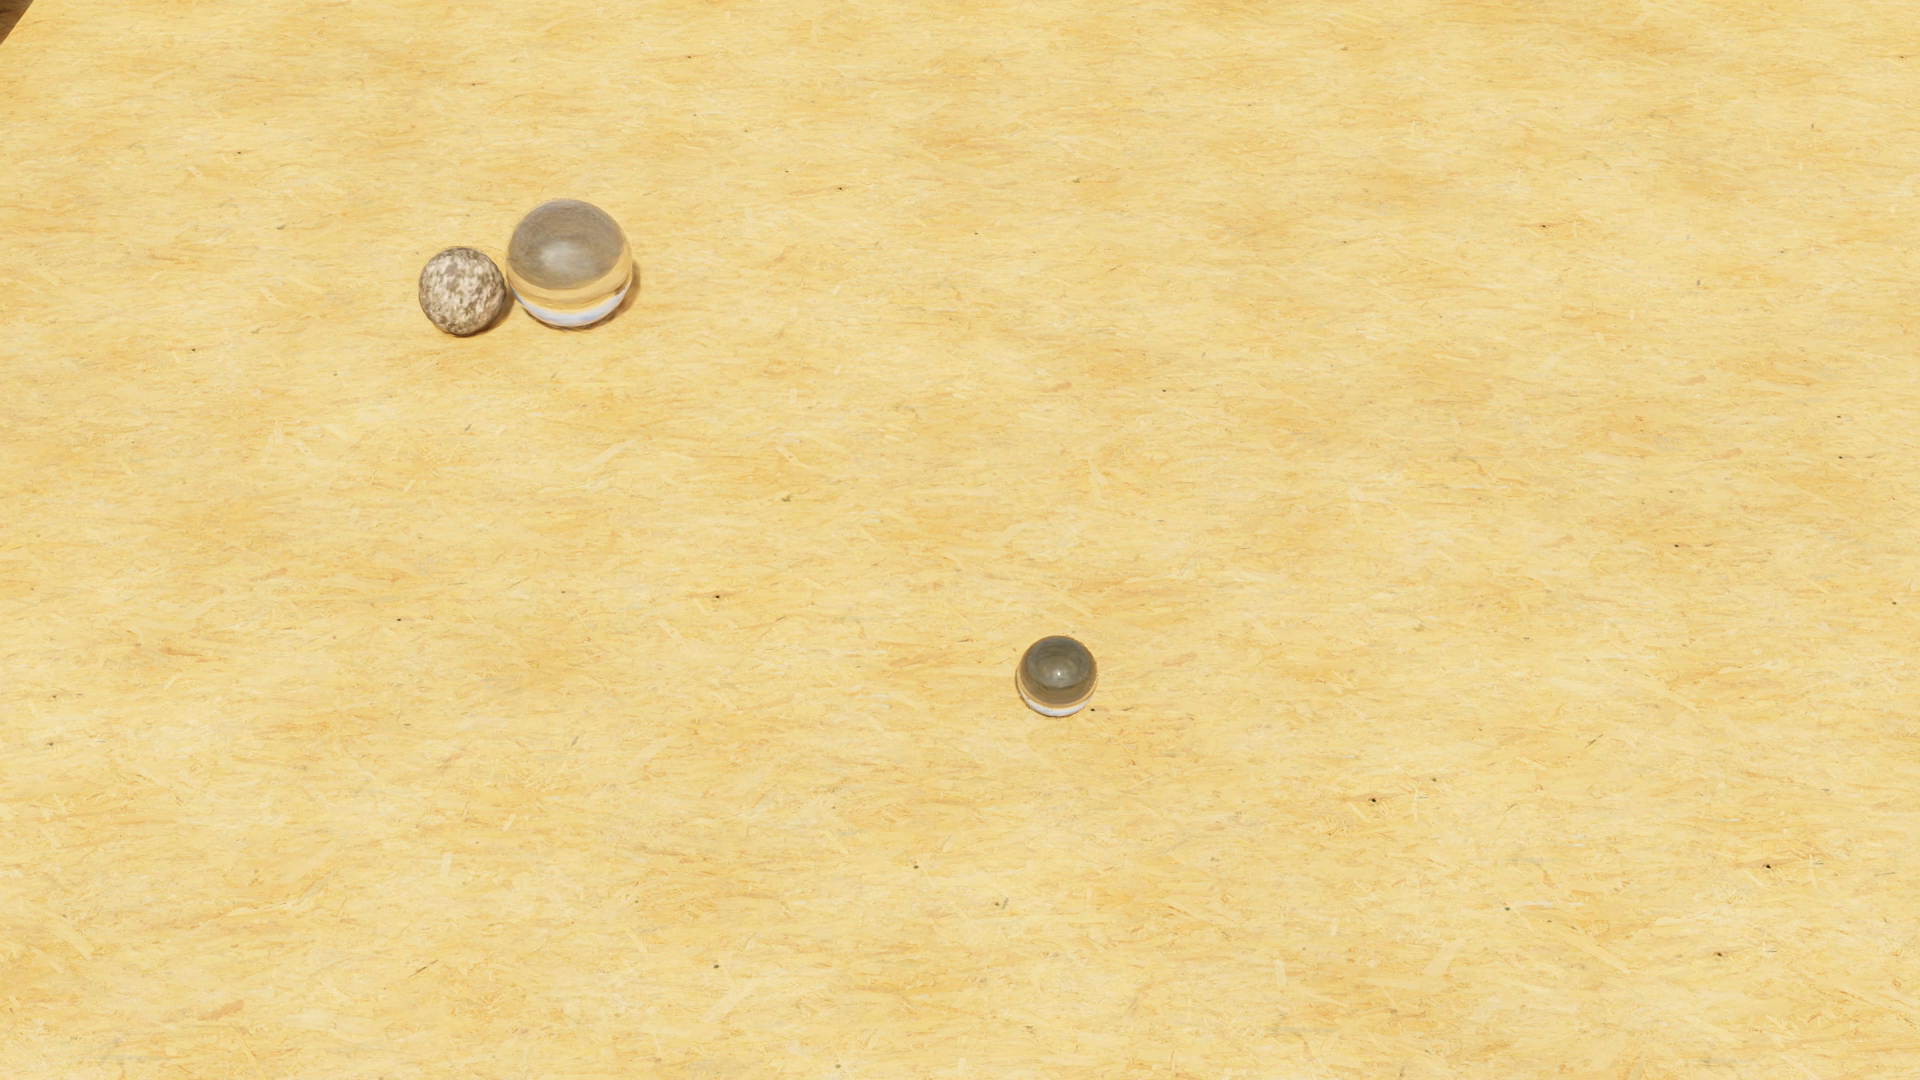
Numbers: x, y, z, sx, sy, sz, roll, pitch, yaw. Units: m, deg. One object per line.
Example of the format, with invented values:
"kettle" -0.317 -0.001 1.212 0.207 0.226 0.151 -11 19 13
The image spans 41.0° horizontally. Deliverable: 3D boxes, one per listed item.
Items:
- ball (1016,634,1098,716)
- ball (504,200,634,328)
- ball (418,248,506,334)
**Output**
"ball" 0.059 0.082 1.556 0.050 0.050 0.050 0 36 0
"ball" -0.291 -0.206 1.913 0.095 0.095 0.095 0 36 0
"ball" -0.371 -0.185 1.910 0.065 0.065 0.065 0 36 0
